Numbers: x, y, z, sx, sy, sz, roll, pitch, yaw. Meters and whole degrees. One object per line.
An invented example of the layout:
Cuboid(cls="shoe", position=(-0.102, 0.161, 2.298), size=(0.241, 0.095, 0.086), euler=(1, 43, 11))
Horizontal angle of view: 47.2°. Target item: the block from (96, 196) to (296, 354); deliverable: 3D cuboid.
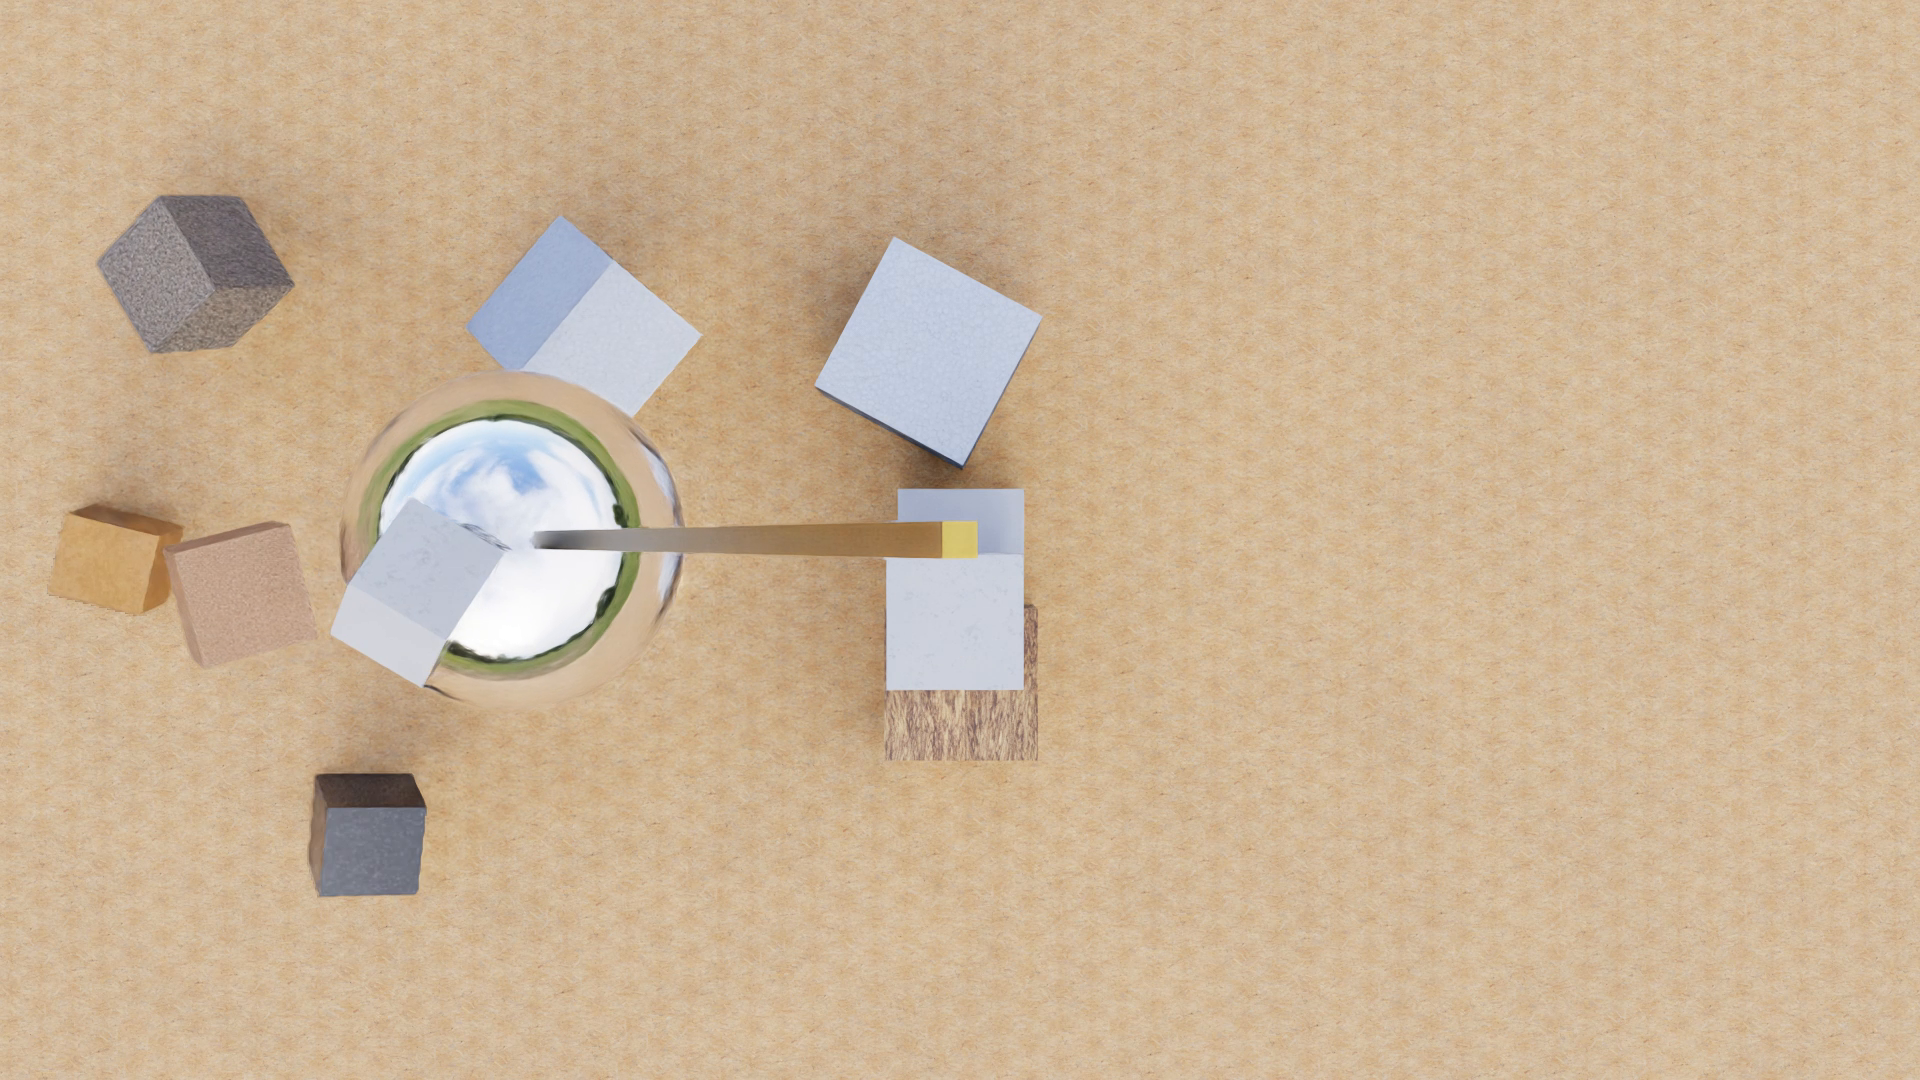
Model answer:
Cuboid(cls="block", position=(-4.354, -1.516, 12.543), size=(0.622, 0.636, 0.630), euler=(-36, 82, 25))

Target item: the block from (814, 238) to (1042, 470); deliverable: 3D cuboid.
Cuboid(cls="block", position=(-0.174, -1.041, 12.551), size=(0.930, 0.898, 0.930), euler=(28, 90, 0))

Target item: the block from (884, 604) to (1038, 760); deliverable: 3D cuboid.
Cuboid(cls="block", position=(0.007, 0.805, 12.617), size=(0.853, 0.766, 0.845), euler=(0, 90, 0))

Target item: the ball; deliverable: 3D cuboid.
Cuboid(cls="ball", position=(-2.095, 0.000, 10.336), size=(1.600, 1.600, 1.600), euler=(0, 90, 0))

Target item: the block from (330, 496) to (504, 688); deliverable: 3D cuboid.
Cuboid(cls="block", position=(-2.276, 0.223, 9.210), size=(0.449, 0.513, 0.482), euler=(32, 55, -7))

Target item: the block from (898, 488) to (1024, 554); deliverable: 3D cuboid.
Cuboid(cls="block", position=(0.006, 0.042, 12.694), size=(0.710, 0.611, 0.659), euler=(0, 90, 0))

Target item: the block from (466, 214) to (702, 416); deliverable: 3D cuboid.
Cuboid(cls="block", position=(-2.135, -1.185, 12.450), size=(0.841, 0.825, 0.727), euler=(-50, 130, 0))

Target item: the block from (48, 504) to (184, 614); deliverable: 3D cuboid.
Cuboid(cls="block", position=(-4.861, 0.105, 12.694), size=(0.523, 0.518, 0.460), euler=(14, 96, -6))

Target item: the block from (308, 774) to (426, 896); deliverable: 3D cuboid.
Cuboid(cls="block", position=(-3.397, 1.684, 12.590), size=(0.545, 0.486, 0.540), euler=(3, 106, -25))

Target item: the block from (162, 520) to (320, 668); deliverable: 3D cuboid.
Cuboid(cls="block", position=(-3.419, 0.248, 10.443), size=(0.532, 0.524, 0.550), euler=(-16, 100, -24))

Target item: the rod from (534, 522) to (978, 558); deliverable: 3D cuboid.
Cuboid(cls="rod", position=(-0.908, 0.000, 7.150), size=(0.080, 5.200, 0.080), euler=(0, 90, -20))

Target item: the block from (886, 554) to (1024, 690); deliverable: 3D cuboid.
Cuboid(cls="block", position=(-0.026, 0.433, 11.899), size=(0.719, 0.670, 0.711), euler=(0, 90, 0))
